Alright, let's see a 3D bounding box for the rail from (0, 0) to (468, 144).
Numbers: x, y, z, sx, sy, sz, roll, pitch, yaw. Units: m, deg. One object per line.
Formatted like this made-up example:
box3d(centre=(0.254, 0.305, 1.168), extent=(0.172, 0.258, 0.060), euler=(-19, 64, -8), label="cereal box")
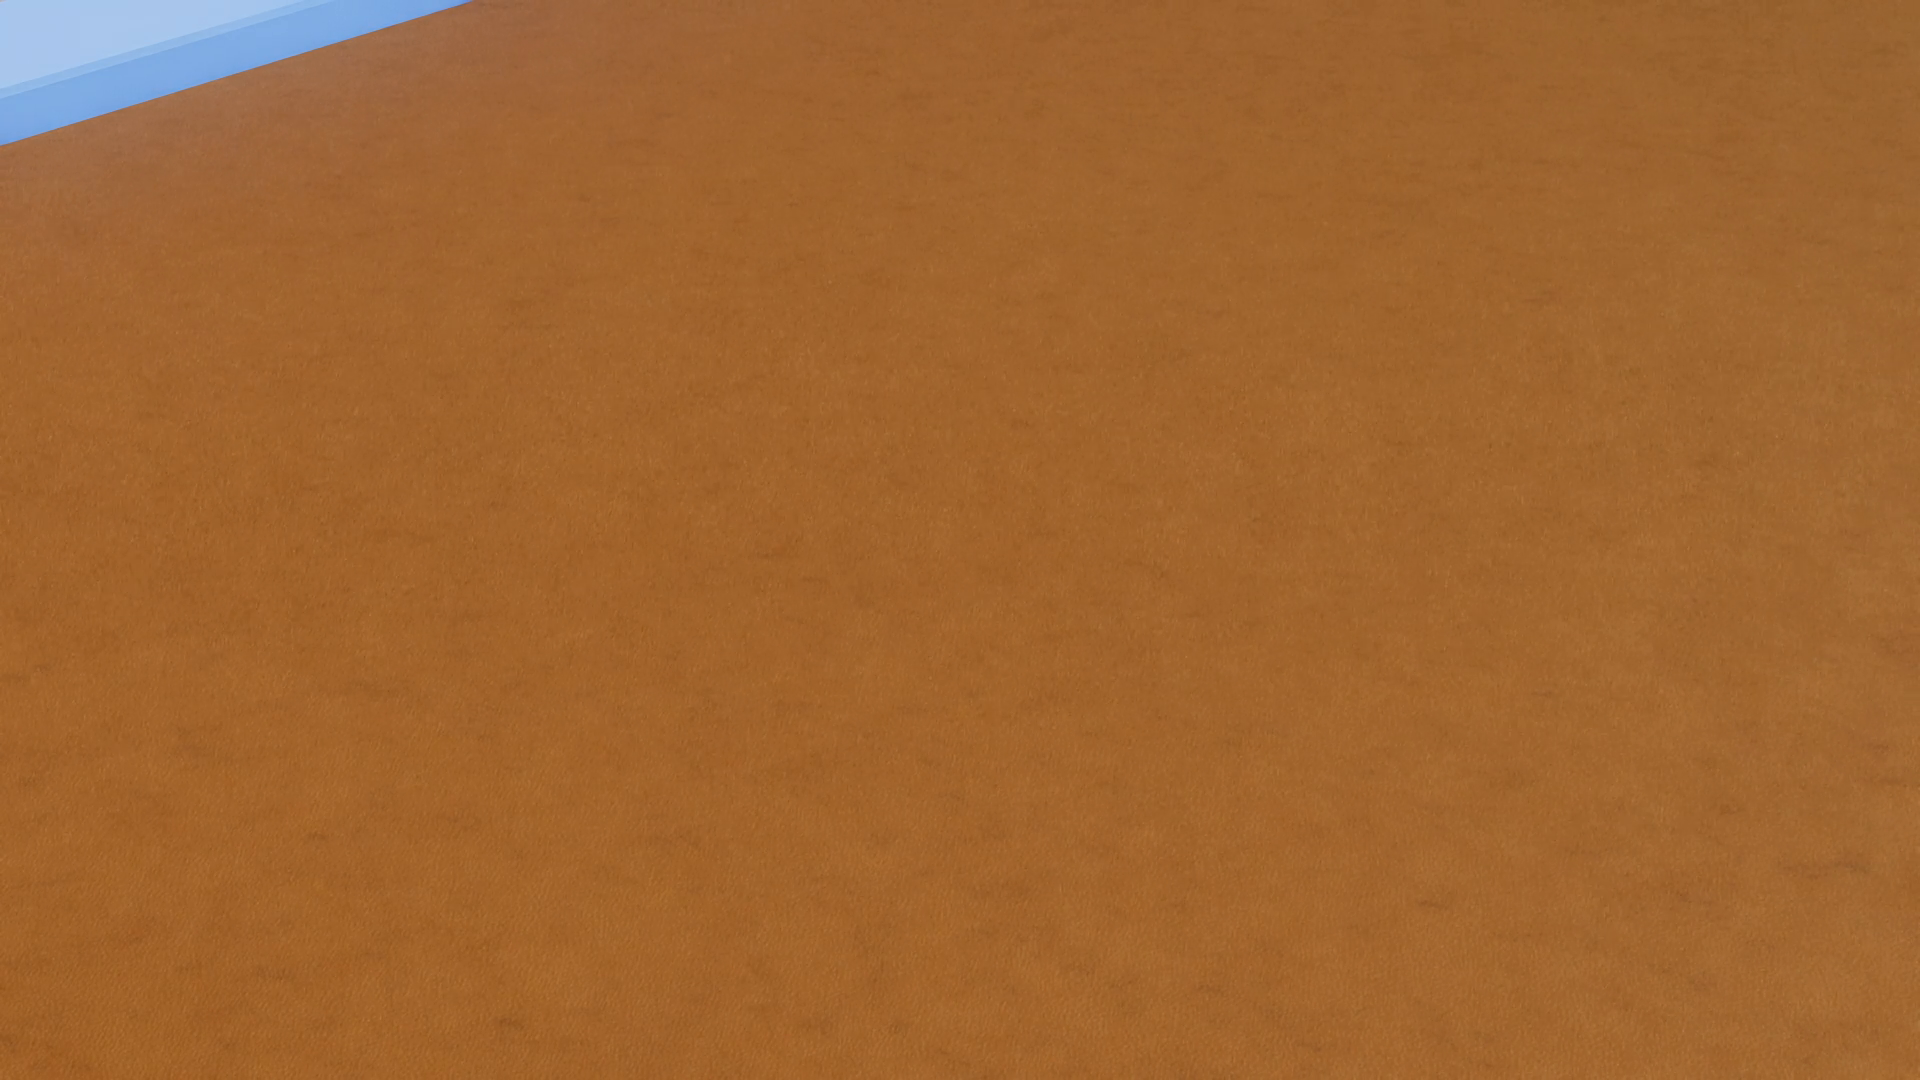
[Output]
box3d(centre=(-0.263, -0.692, 3.077), extent=(0.045, 0.118, 4.197), euler=(19, 32, 33), label="rail")
